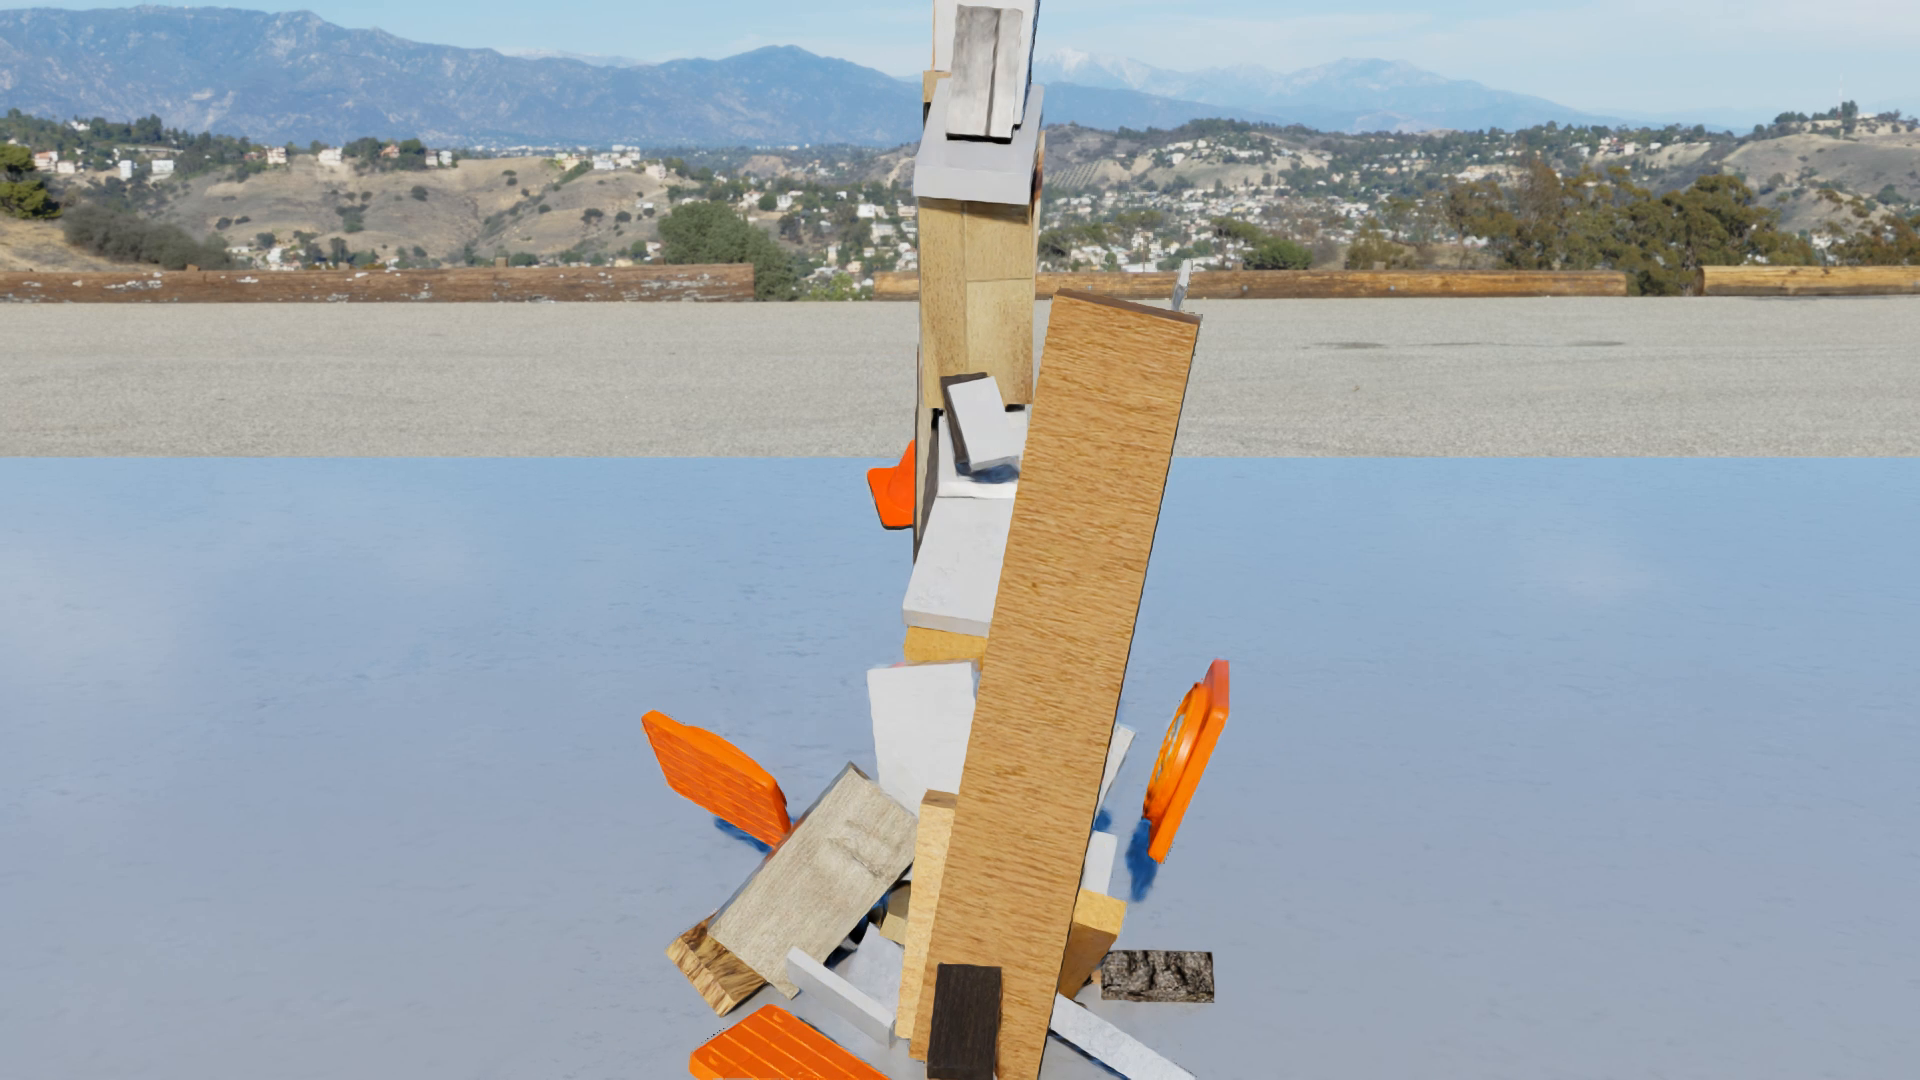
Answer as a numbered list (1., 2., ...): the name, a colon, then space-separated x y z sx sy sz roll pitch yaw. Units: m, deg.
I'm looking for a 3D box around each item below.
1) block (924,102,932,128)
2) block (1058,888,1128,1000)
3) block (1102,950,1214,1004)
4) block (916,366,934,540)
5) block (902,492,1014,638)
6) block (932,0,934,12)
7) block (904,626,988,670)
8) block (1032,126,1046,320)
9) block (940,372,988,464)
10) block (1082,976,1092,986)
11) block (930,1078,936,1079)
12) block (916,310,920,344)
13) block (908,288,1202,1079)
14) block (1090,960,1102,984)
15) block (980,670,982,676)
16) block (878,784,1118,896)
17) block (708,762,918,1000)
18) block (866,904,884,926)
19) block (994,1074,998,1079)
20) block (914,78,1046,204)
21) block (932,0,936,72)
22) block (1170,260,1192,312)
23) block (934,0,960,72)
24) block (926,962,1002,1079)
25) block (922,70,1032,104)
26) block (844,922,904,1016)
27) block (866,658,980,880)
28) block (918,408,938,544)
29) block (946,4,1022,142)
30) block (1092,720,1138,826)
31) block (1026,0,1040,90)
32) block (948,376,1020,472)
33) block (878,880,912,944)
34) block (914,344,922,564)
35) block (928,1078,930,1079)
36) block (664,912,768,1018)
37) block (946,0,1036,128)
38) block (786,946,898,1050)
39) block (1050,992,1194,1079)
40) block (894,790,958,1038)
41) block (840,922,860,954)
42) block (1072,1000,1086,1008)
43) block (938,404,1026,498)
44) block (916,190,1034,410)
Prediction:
1. block: 0.026 -0.546 3.654 0.175 0.351 0.050 1 11 0
2. block: 0.109 0.545 3.027 0.167 0.047 0.335 17 -28 0
3. block: 0.291 0.642 3.241 0.164 0.023 0.082 1 34 4
4. block: 0.012 -0.171 3.790 0.170 0.339 0.048 1 11 -1
5. block: 0.012 0.017 3.343 0.136 0.039 0.284 9 51 9
6. block: 0.020 -0.926 3.993 0.140 0.392 0.040 1 4 -1
7. block: -0.002 0.098 3.353 0.127 0.036 0.254 4 38 8
8. block: 0.039 -0.459 3.541 0.170 0.415 0.048 4 19 1
9. block: 0.016 -0.185 3.315 0.072 0.145 0.021 -7 -30 -7
10. block: 0.148 0.608 3.259 0.059 0.119 0.017 -5 -26 -45
11. block: 0.005 0.684 2.867 0.089 0.025 0.178 2 23 -4
12. block: 0.011 -0.382 3.867 0.170 0.048 0.339 1 10 -1
13. block: 0.105 0.205 2.677 0.167 1.014 0.047 13 19 7
14. block: 0.256 0.645 3.310 0.164 0.023 0.082 1 11 6
15. block: -0.009 0.341 3.416 0.127 0.422 0.036 7 35 12
16. block: 0.039 0.460 3.378 0.417 0.098 0.028 14 -9 -17
17. block: -0.204 0.496 3.209 0.159 0.318 0.045 41 2 -9
18. block: -0.056 0.606 3.358 0.093 0.026 0.186 -19 30 -26
19. block: 0.041 0.697 2.687 0.021 0.076 0.151 -27 -19 -16
20. block: 0.033 -0.613 3.355 0.170 0.048 0.339 5 34 3
21. block: 0.024 -0.947 3.816 0.140 0.281 0.040 1 10 0
22. block: 0.374 -0.428 3.732 0.014 0.050 0.099 13 -23 1
23. block: 0.022 -0.884 3.569 0.122 0.244 0.035 2 10 1
24. block: 0.006 0.559 2.555 0.076 0.021 0.151 3 39 4
25. block: 0.027 -0.764 3.735 0.176 0.050 0.351 1 10 0
26. block: -0.103 0.631 3.188 0.026 0.093 0.186 25 -2 -27
27. block: -0.039 0.339 3.254 0.159 0.318 0.045 -5 5 15
28. block: 0.018 -0.122 3.486 0.136 0.273 0.039 5 -16 2
29. block: 0.036 -0.697 3.286 0.098 0.195 0.028 5 -5 3
30. block: 0.174 0.346 3.217 0.098 0.195 0.028 27 8 14
31. block: 0.066 -0.827 3.453 0.112 0.223 0.032 8 -1 8
32. block: 0.035 -0.174 3.282 0.072 0.145 0.021 -12 -31 -8
33. block: -0.049 0.559 3.307 0.126 0.036 0.252 22 9 -2
34. block: 0.003 -0.169 4.019 0.170 0.426 0.048 1 10 -1
35. block: 0.004 0.720 2.901 0.089 0.025 0.178 0 11 -2
36. block: -0.287 0.590 3.358 0.126 0.036 0.447 48 24 8
37. block: 0.049 -0.741 3.323 0.112 0.223 0.032 7 -1 4
38. block: -0.164 0.636 3.051 0.180 0.072 0.021 30 58 21
39. block: 0.152 0.645 2.938 0.318 0.045 0.159 21 -14 50
40. block: 0.019 0.497 2.836 0.167 0.335 0.047 9 18 8
41. block: -0.209 0.553 3.380 0.023 0.164 0.082 -28 33 16
42. block: 0.117 0.673 3.174 0.119 0.017 0.059 8 13 36
43. block: 0.034 -0.191 3.437 0.136 0.273 0.039 1 -33 -2
44. block: 0.023 -0.373 3.353 0.170 0.339 0.048 -3 19 -6
